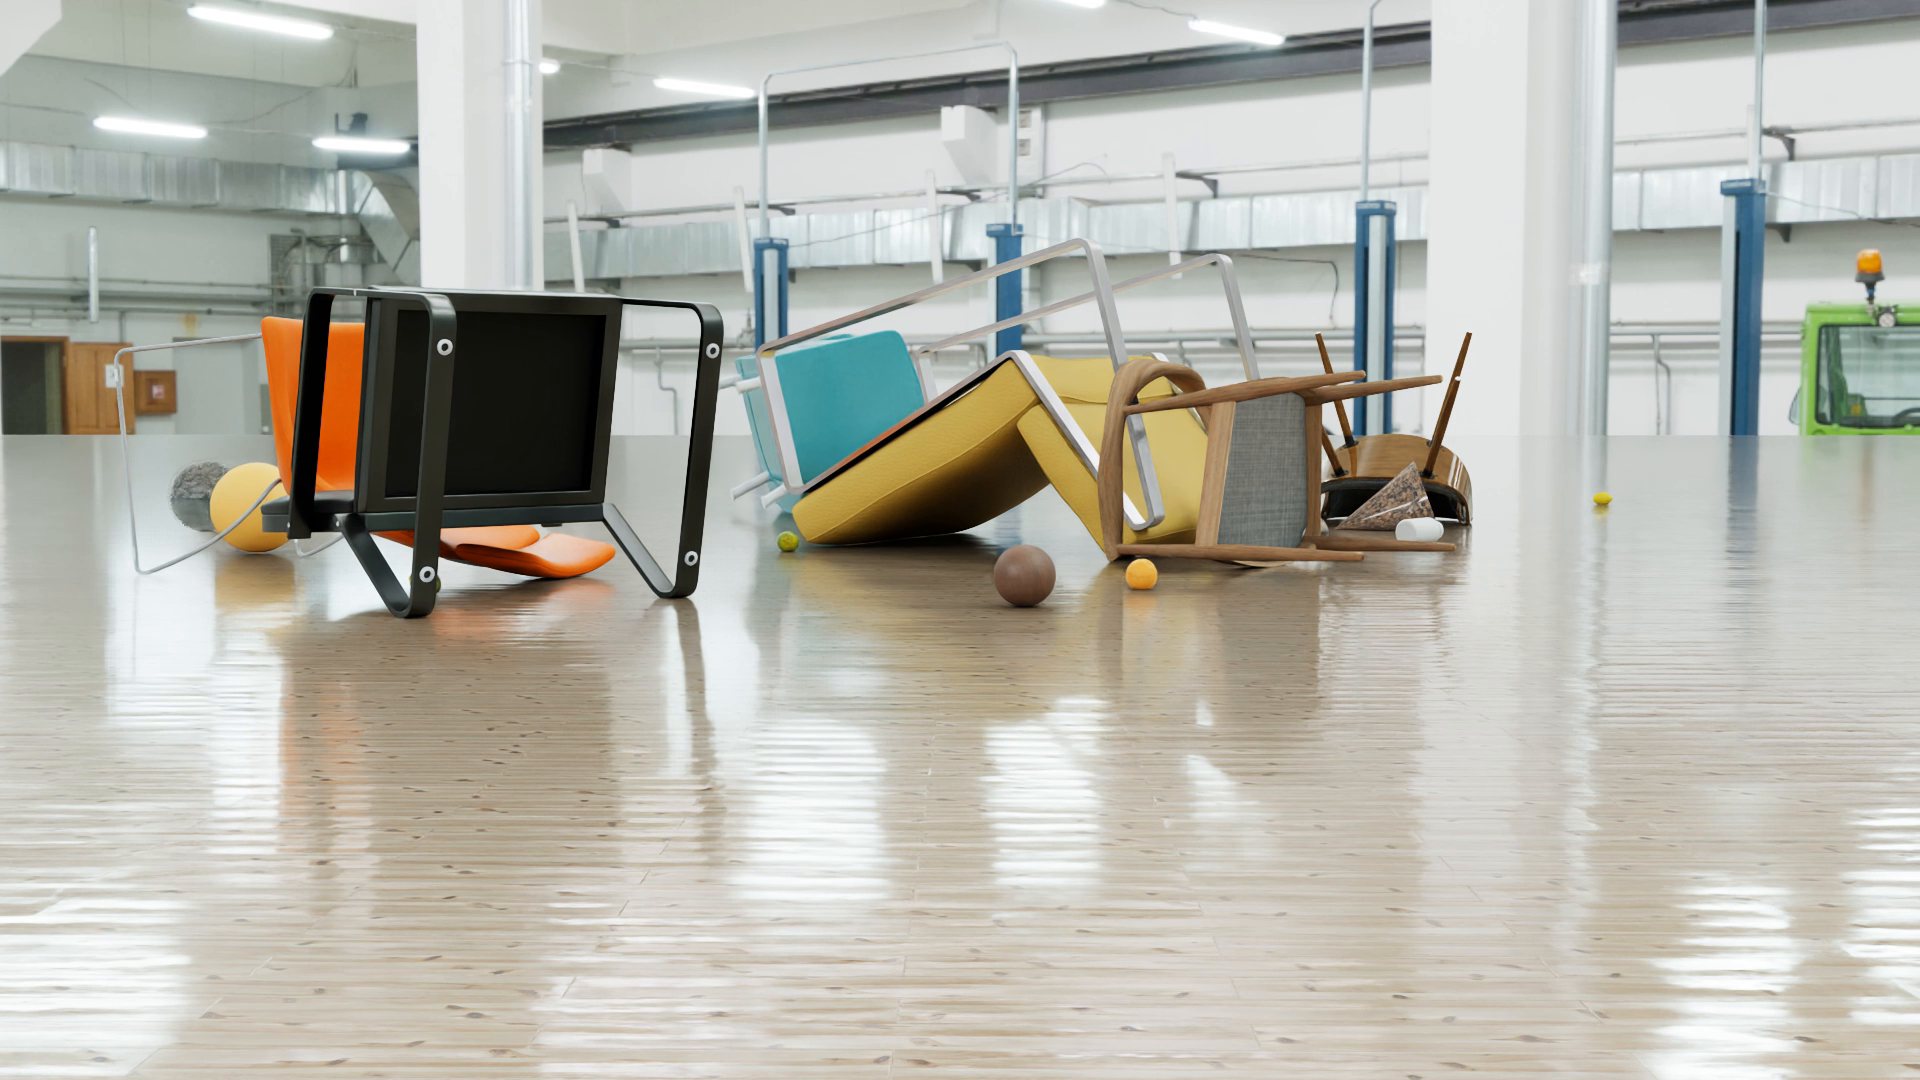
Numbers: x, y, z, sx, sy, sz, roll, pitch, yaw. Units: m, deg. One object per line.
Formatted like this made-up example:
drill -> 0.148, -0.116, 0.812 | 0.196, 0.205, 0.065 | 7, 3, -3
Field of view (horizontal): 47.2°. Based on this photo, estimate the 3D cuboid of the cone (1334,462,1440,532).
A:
cone -> 1.337, -0.086, 6.997 | 0.311, 0.264, 0.130 | -20, -32, 12

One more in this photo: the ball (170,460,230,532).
ball -> -2.371, -0.138, 6.922 | 0.223, 0.223, 0.223 | 0, 4, 0

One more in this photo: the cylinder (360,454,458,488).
cylinder -> -1.215, -0.153, 4.857 | 0.170, 0.076, 0.130 | 1, 3, 35

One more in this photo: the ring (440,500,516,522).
ring -> -1.648, -0.099, 7.511 | 0.256, 0.067, 0.258 | -4, 7, -42

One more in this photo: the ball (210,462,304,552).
ball -> -1.929, -0.089, 6.034 | 0.248, 0.248, 0.248 | 0, 4, 0

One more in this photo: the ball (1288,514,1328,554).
ball -> 0.954, -0.018, 6.017 | 0.109, 0.109, 0.109 | 0, 4, 0
